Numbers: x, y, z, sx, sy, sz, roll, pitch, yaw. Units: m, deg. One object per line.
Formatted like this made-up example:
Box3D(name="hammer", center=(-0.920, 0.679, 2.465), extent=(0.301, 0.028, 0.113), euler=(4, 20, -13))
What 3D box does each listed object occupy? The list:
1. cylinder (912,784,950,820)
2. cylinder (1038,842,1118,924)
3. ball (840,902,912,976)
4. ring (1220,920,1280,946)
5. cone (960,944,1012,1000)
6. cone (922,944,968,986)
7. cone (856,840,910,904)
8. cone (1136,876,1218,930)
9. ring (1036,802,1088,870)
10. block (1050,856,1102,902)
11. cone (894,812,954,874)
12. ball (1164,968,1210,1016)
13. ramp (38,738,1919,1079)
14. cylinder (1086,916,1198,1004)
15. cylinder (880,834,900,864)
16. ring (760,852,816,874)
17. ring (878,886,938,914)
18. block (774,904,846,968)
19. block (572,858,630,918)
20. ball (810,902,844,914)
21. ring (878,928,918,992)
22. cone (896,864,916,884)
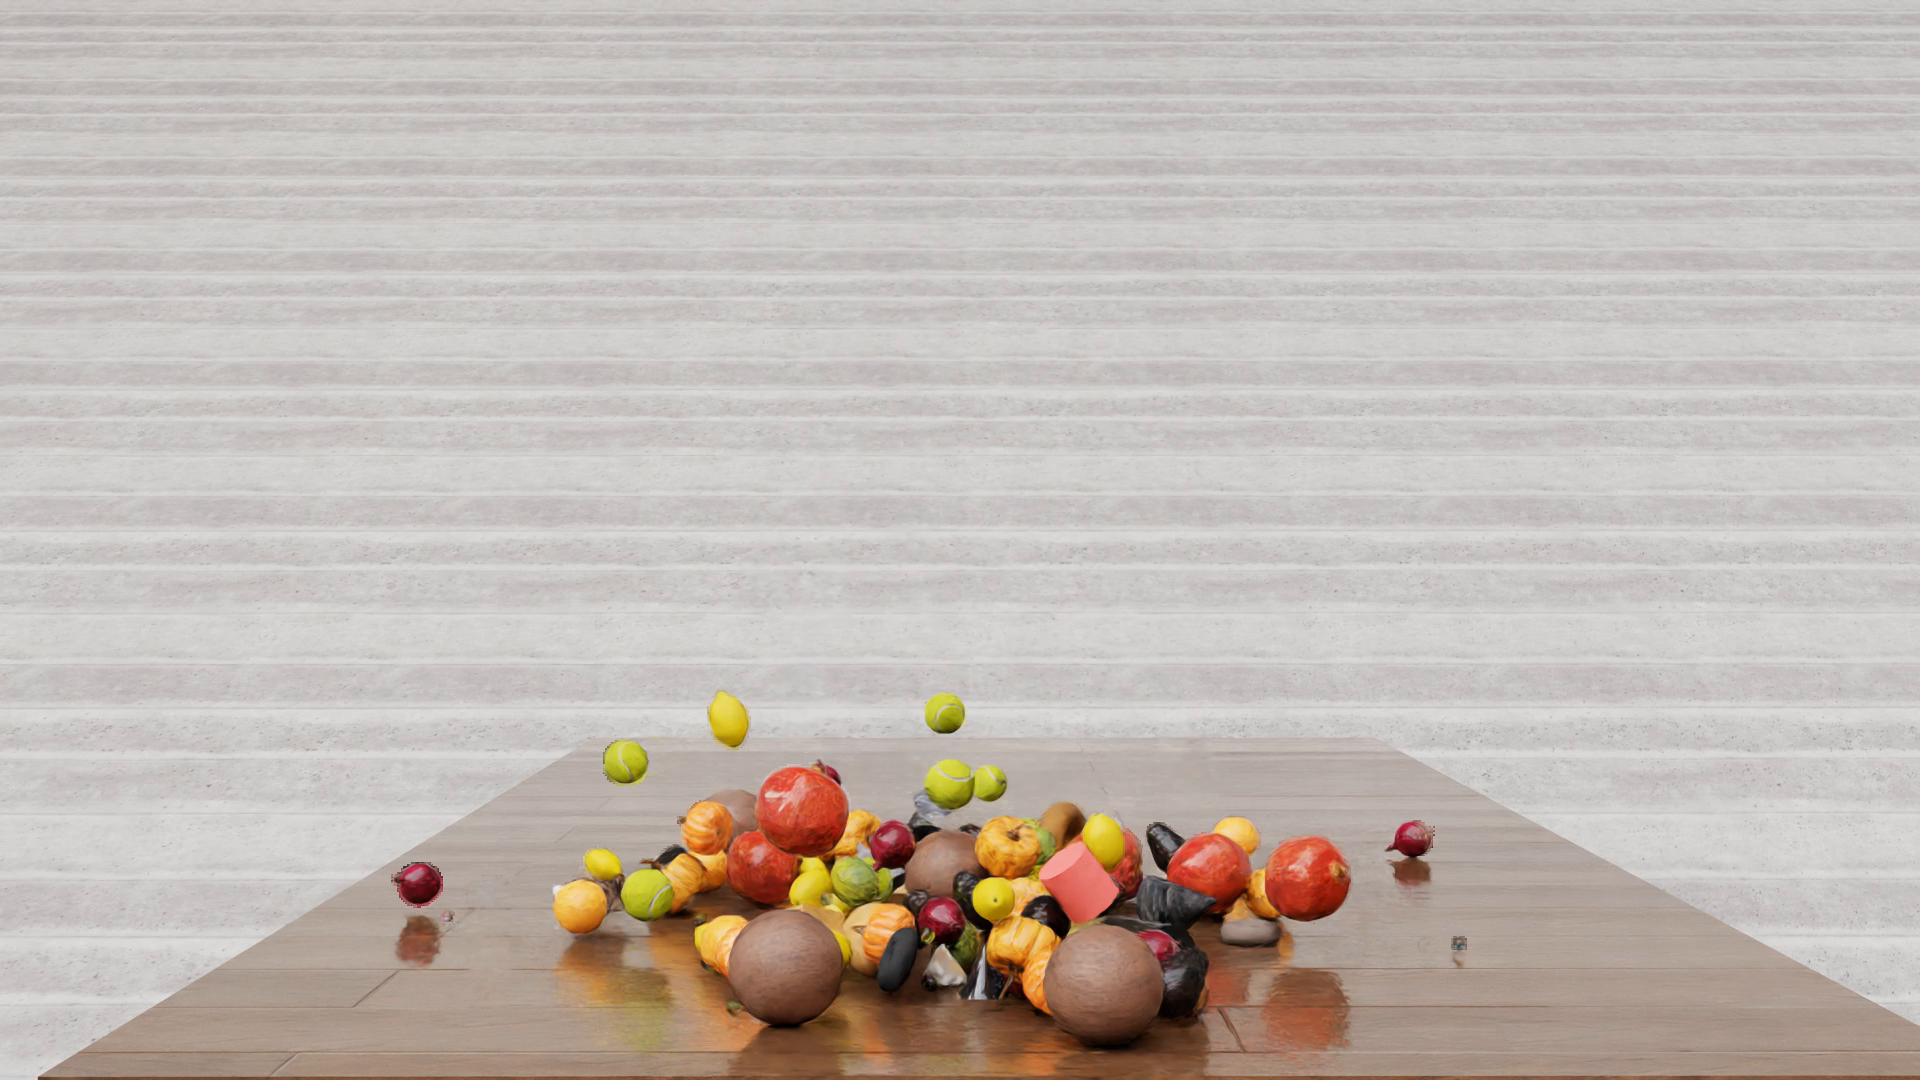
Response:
Box3D(name="cylinder", center=(-0.052, 0.467, 4.583), extent=(0.055, 0.055, 0.055), euler=(-19, -3, -1))
Box3D(name="cylinder", center=(0.142, 0.410, 3.088), extent=(0.069, 0.069, 0.069), euler=(-35, 12, 8))
Box3D(name="ball", center=(-0.103, 0.493, 3.188), extent=(0.091, 0.091, 0.091), euler=(0, 28, 0))
Box3D(name="ring", center=(0.386, 0.522, 3.433), extent=(0.081, 0.027, 0.081), euler=(-2, 0, 0))
Box3D(name="cone", center=(0.030, 0.508, 3.063), extent=(0.061, 0.061, 0.061), euler=(0, 1, 0))
Box3D(name="cone", center=(-0.008, 0.523, 3.111), extent=(0.057, 0.057, 0.057), euler=(24, 34, 14))
Box3D(name="cone", center=(-0.127, 0.461, 3.670), extent=(0.082, 0.082, 0.082), euler=(-20, 68, -32))
Box3D(name="cone", center=(0.283, 0.454, 3.202), extent=(0.092, 0.092, 0.092), euler=(-17, 16, 35))
Box3D(name="ring", center=(0.155, 0.458, 3.900), extent=(0.043, 0.128, 0.128), euler=(1, 26, 28))
Box3D(name="block", center=(0.171, 0.499, 3.811), extent=(0.063, 0.063, 0.063), euler=(2, 1, 13))
Box3D(name="cone", center=(-0.062, 0.446, 3.968), extent=(0.094, 0.094, 0.094), euler=(-4, 33, -8))
Box3D(name="ball", center=(0.258, 0.514, 2.940), extent=(0.052, 0.052, 0.052), euler=(0, 28, 0))
Box3D(name="ramp", center=(0.064, 0.575, 4.618), extent=(2.000, 0.100, 4.000), euler=(0, 1, 0))
Box3D(name="cylinder", center=(0.214, 0.493, 3.040), extent=(0.092, 0.092, 0.092), euler=(-23, 15, -36))
Box3D(name="cylinder", center=(-0.090, 0.484, 4.024), extent=(0.051, 0.051, 0.051), euler=(-16, 1, -26))
Box3D(name="ring", center=(-0.274, 0.515, 4.118), extent=(0.088, 0.029, 0.088), euler=(1, 1, 0))
Box3D(name="ring", center=(-0.075, 0.518, 3.720), extent=(0.089, 0.030, 0.089), euler=(0, 2, 0))
Box3D(name="block", center=(-0.186, 0.493, 3.217), extent=(0.060, 0.060, 0.060), euler=(18, -25, -27))
Box3D(name="block", center=(-0.509, 0.494, 3.666), extent=(0.058, 0.058, 0.058), euler=(-12, 12, 5))
Box3D(name="ball", center=(-0.182, 0.509, 3.396), extent=(0.067, 0.067, 0.067), euler=(0, 28, 0))
Box3D(name="ring", center=(-0.073, 0.491, 3.024), extent=(0.027, 0.080, 0.080), euler=(24, 27, -10))
Box3D(name="cone", center=(-0.082, 0.497, 3.973), extent=(0.051, 0.051, 0.051), euler=(14, 74, 24))
